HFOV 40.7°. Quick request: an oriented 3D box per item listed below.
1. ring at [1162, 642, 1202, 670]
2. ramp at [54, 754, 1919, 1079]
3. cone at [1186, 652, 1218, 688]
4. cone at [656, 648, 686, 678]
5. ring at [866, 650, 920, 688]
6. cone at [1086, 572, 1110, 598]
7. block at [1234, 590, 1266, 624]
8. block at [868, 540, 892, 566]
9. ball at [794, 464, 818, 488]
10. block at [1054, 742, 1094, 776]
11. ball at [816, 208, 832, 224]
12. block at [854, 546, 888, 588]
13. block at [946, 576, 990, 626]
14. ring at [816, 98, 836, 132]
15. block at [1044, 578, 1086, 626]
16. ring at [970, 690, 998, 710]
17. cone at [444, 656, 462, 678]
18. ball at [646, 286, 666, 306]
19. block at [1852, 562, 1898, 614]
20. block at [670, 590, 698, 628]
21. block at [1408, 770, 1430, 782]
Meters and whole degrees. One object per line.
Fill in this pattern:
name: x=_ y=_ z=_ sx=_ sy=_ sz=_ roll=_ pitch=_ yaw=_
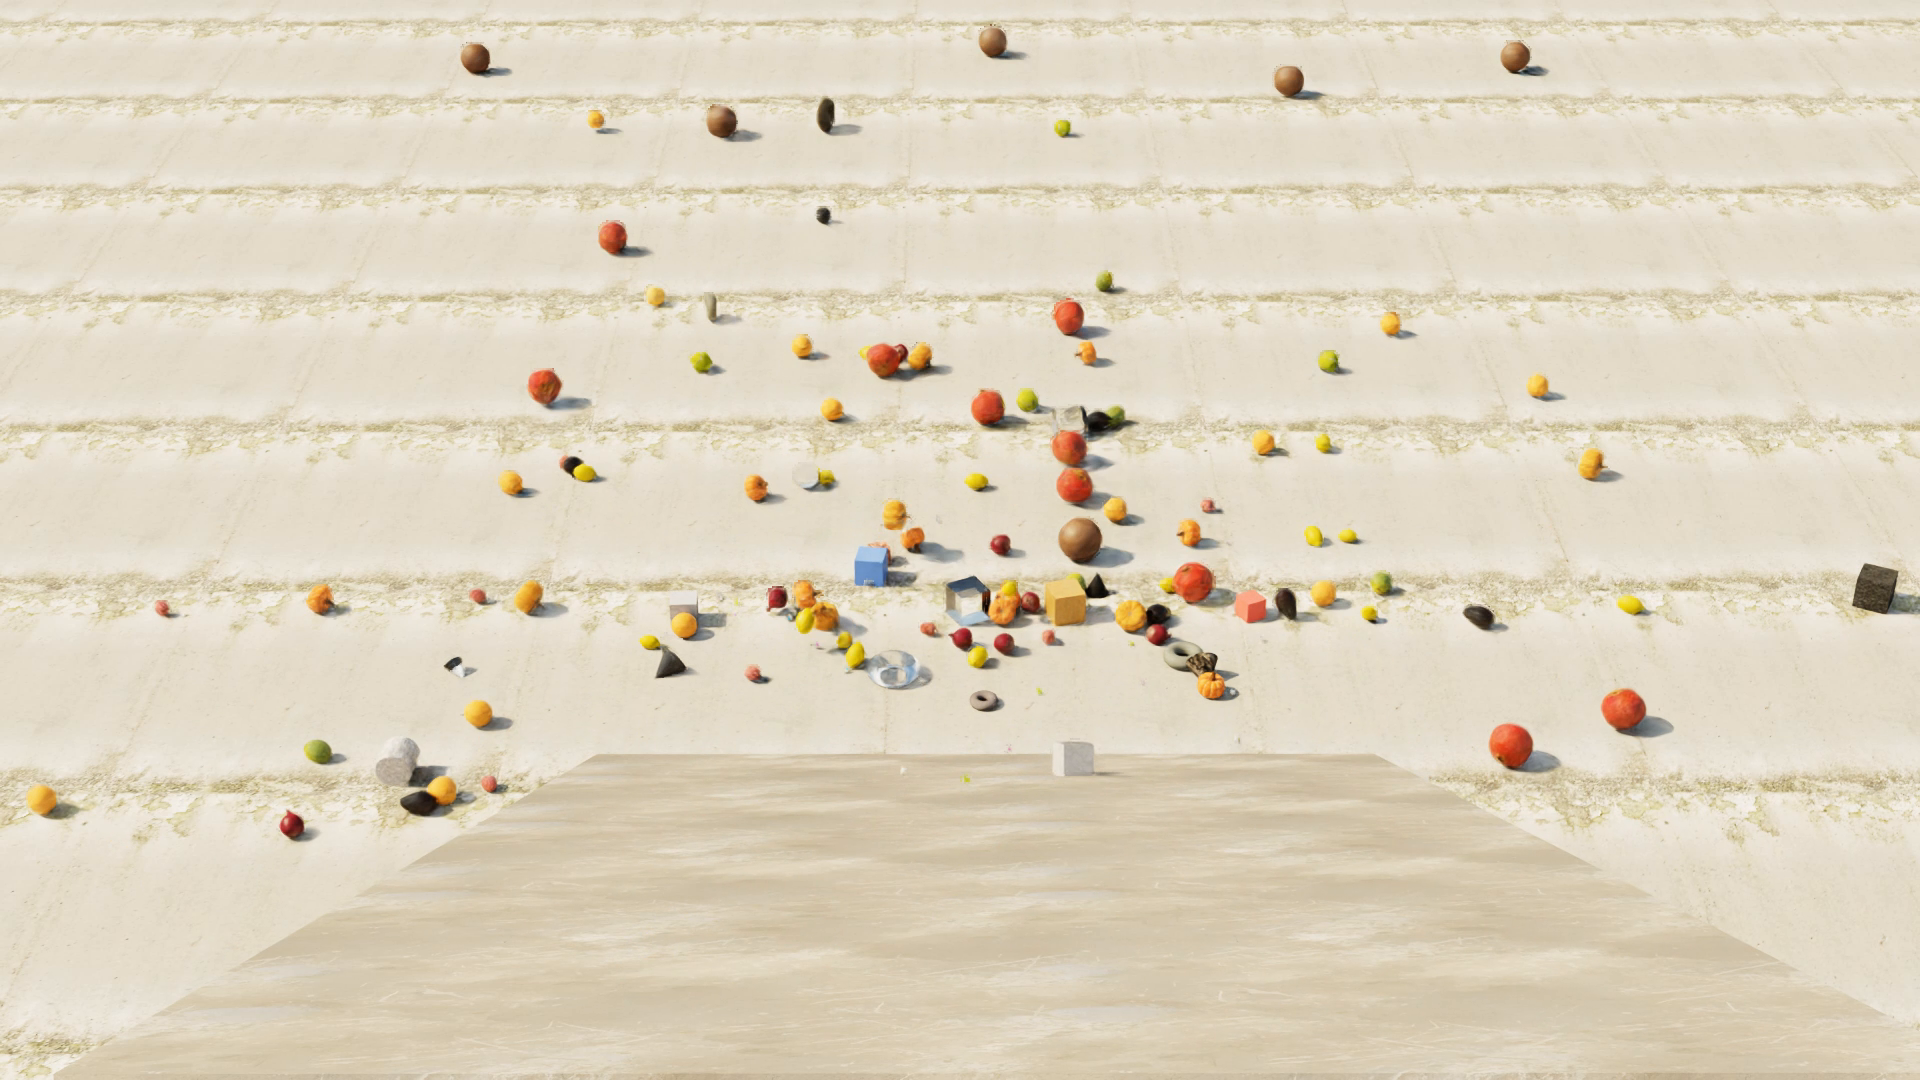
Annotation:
ring: x=0.621 y=0.322 z=7.189 sx=0.115 sy=0.038 sz=0.115 roll=-1 pitch=31 yaw=0
ramp: x=0.067 y=0.599 z=4.658 sx=2.000 sy=0.100 sz=4.000 roll=0 pitch=0 yaw=0
cone: x=0.672 y=0.370 z=7.102 sx=0.090 sy=0.090 sz=0.090 roll=-4 pitch=57 yaw=-8
cone: x=-0.814 y=0.354 z=7.134 sx=0.081 sy=0.081 sz=0.081 roll=28 pitch=67 yaw=39
ring: x=-0.184 y=0.354 z=7.123 sx=0.147 sy=0.049 sz=0.147 roll=-1 pitch=30 yaw=1
cone: x=0.398 y=0.122 z=7.500 sx=0.071 sy=0.071 sz=0.071 roll=0 pitch=30 yaw=0
block: x=0.830 y=0.190 z=7.392 sx=0.062 sy=0.062 sz=0.062 roll=-15 pitch=33 yaw=-24
block: x=-0.238 y=0.042 z=7.655 sx=0.054 sy=0.054 sz=0.054 roll=-11 pitch=32 yaw=-19
ball: x=-0.479 y=-0.200 z=8.050 sx=0.078 sy=0.078 sz=0.078 roll=0 pitch=30 yaw=0
block: x=0.265 y=0.512 z=6.052 sx=0.075 sy=0.075 sz=0.075 roll=0 pitch=0 yaw=-16
ball: x=-0.521 y=-1.236 z=9.858 sx=0.060 sy=0.060 sz=0.060 roll=0 pitch=30 yaw=0
block: x=-0.260 y=0.078 z=7.564 sx=0.084 sy=0.084 sz=0.084 roll=4 pitch=30 yaw=7
block: x=0.023 y=0.175 z=7.385 sx=0.095 sy=0.095 sz=0.095 roll=-15 pitch=33 yaw=-25
ring: x=-0.553 y=-1.755 z=10.682 sx=0.045 sy=0.135 sz=0.135 roll=13 pitch=32 yaw=16
block: x=0.300 y=0.178 z=7.383 sx=0.092 sy=0.092 sz=0.092 roll=-8 pitch=31 yaw=-14
ring: x=0.064 y=0.434 z=7.006 sx=0.078 sy=0.026 sz=0.078 roll=-1 pitch=31 yaw=0
cone: x=-1.384 y=0.360 z=7.134 sx=0.055 sy=0.055 sz=0.055 roll=-21 pitch=63 yaw=-32
ball: x=-1.085 y=-0.869 z=9.215 sx=0.070 sy=0.070 sz=0.070 roll=0 pitch=30 yaw=0
block: x=2.633 y=0.140 z=7.444 sx=0.097 sy=0.097 sz=0.097 roll=15 pitch=33 yaw=24
block: x=-0.785 y=0.197 z=7.365 sx=0.077 sy=0.077 sz=0.077 roll=-2 pitch=30 yaw=-3
block: x=1.142 y=0.647 z=6.575 sx=0.090 sy=0.090 sz=0.090 roll=3 pitch=30 yaw=5
